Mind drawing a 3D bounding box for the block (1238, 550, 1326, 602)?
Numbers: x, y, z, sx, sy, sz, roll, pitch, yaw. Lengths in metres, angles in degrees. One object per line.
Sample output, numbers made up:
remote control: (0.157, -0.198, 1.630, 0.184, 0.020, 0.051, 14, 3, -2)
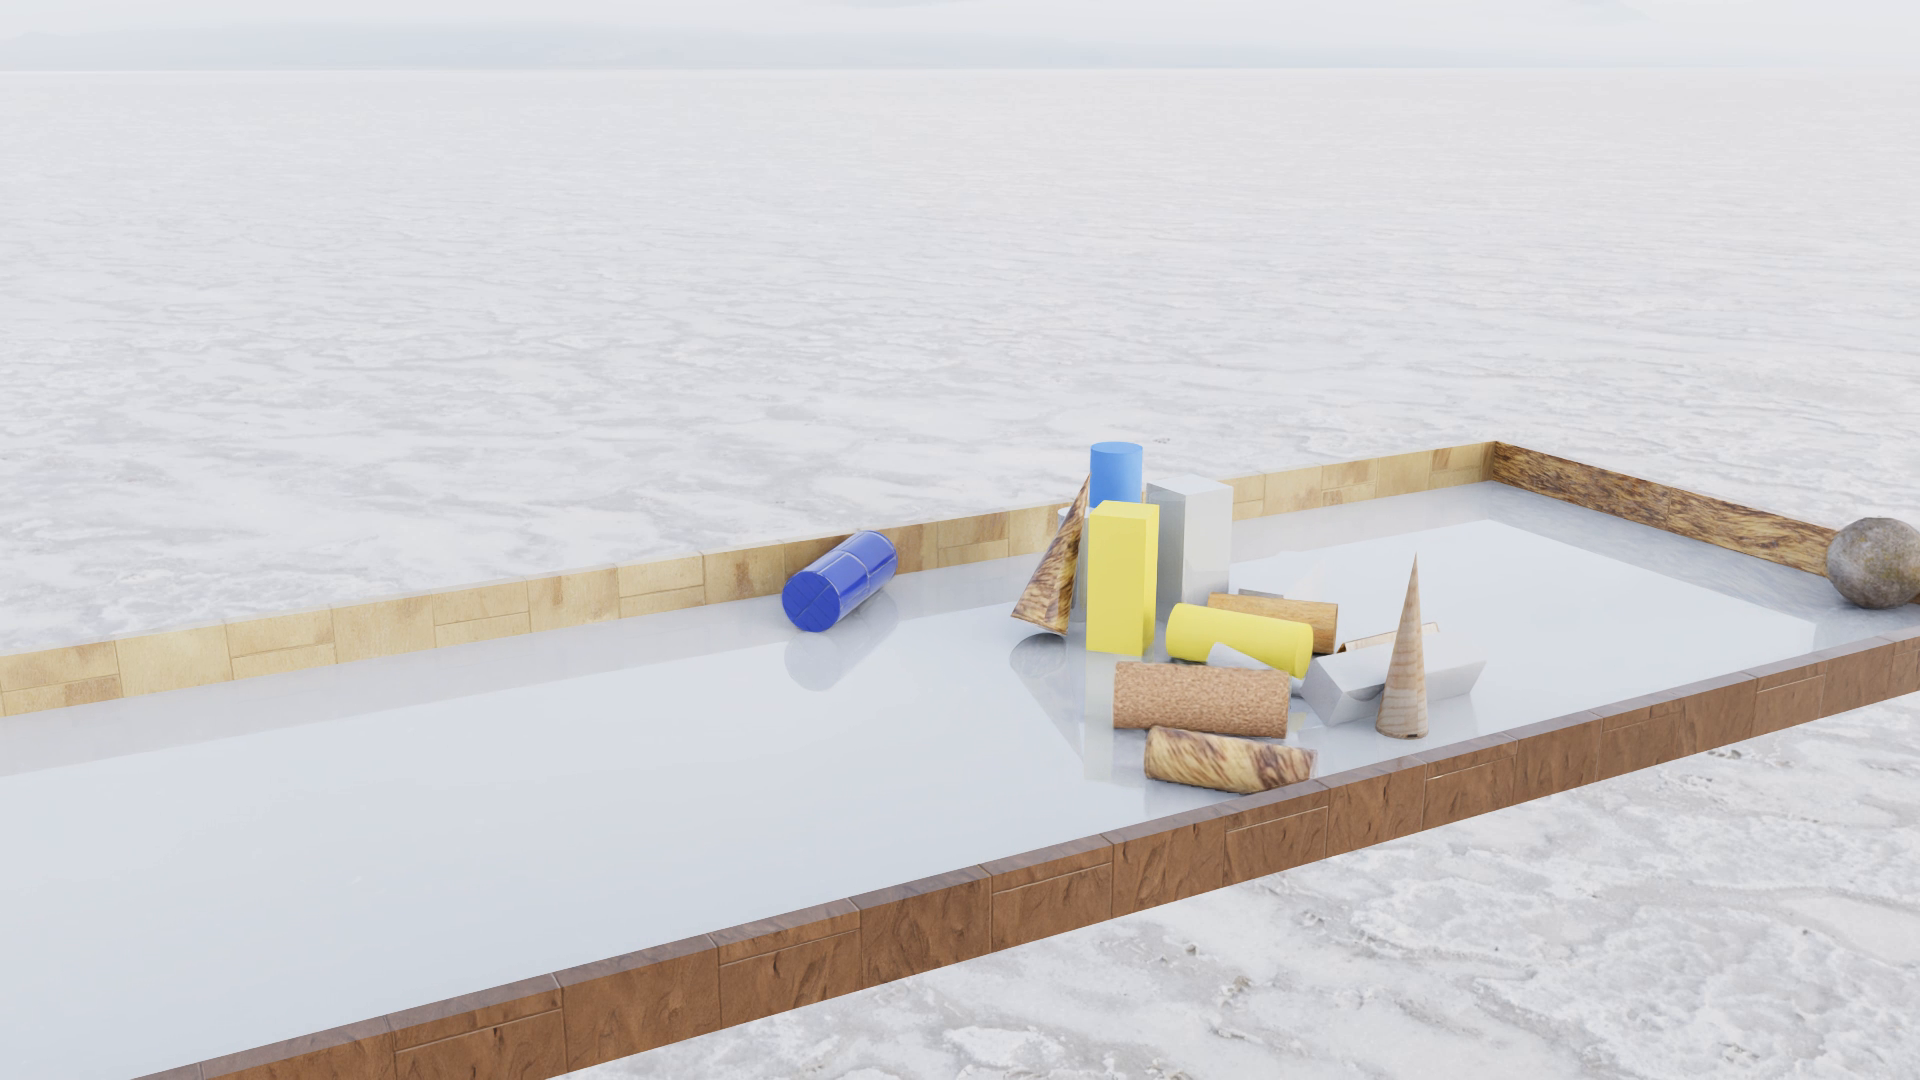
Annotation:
block: (0.904, 0.148, 4.628, 0.125, 0.125, 0.407, 8, 18, 26)

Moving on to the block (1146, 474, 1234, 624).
block: (0.629, 0.031, 4.569, 0.168, 0.383, 0.168, -10, 19, -31)

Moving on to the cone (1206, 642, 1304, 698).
cone: (0.800, 0.355, 4.057, 0.384, 0.103, 0.103, 17, 22, 25)

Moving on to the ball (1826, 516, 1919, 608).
ball: (2.602, 0.063, 4.674, 0.262, 0.262, 0.262, 0, 16, 0)

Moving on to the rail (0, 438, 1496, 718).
rail: (-3.305, 0.497, 3.399, 12.000, 0.150, 0.050, -9, 18, -27)

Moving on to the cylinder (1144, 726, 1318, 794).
cylinder: (0.579, 0.478, 3.527, 0.353, 0.113, 0.113, 7, 18, 22)

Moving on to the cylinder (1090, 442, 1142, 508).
cylinder: (0.457, -0.072, 4.867, 0.152, 0.413, 0.152, 0, 16, 0)

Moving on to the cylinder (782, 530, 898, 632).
cylinder: (-0.334, 0.111, 4.670, 0.173, 0.173, 0.430, 6, 17, 18)

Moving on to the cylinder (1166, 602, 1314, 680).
cylinder: (0.714, 0.258, 4.223, 0.344, 0.143, 0.143, 9, 19, 28)

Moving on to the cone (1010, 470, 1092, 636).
cone: (0.283, 0.021, 4.446, 0.162, 0.449, 0.162, 19, -5, 2)

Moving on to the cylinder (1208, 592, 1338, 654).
cylinder: (0.826, 0.219, 4.370, 0.331, 0.133, 0.133, 5, 17, 16)

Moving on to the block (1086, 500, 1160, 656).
block: (0.429, 0.099, 4.357, 0.151, 0.372, 0.151, 6, 17, 18)

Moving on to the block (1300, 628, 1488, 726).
block: (1.045, 0.327, 3.969, 0.452, 0.115, 0.115, -8, 44, -27)

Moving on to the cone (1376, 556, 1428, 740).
cone: (1.031, 0.233, 3.788, 0.122, 0.437, 0.122, 0, 16, 0)

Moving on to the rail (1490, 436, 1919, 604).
rail: (2.466, -0.048, 5.253, 0.050, 0.150, 2.100, -9, 18, -27)

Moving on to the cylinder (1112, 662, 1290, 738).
cylinder: (0.559, 0.369, 3.830, 0.394, 0.153, 0.153, 3, 17, 9)

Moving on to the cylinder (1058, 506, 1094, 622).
cylinder: (0.330, 0.067, 4.593, 0.121, 0.301, 0.121, 0, 16, 0)

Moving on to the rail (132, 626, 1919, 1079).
rail: (-2.336, 1.006, 1.665, 12.000, 0.150, 0.050, -9, 18, -27)

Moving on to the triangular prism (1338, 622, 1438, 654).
triangular prism: (1.091, 0.283, 4.195, 0.317, 0.104, 0.121, -9, 19, -29)
